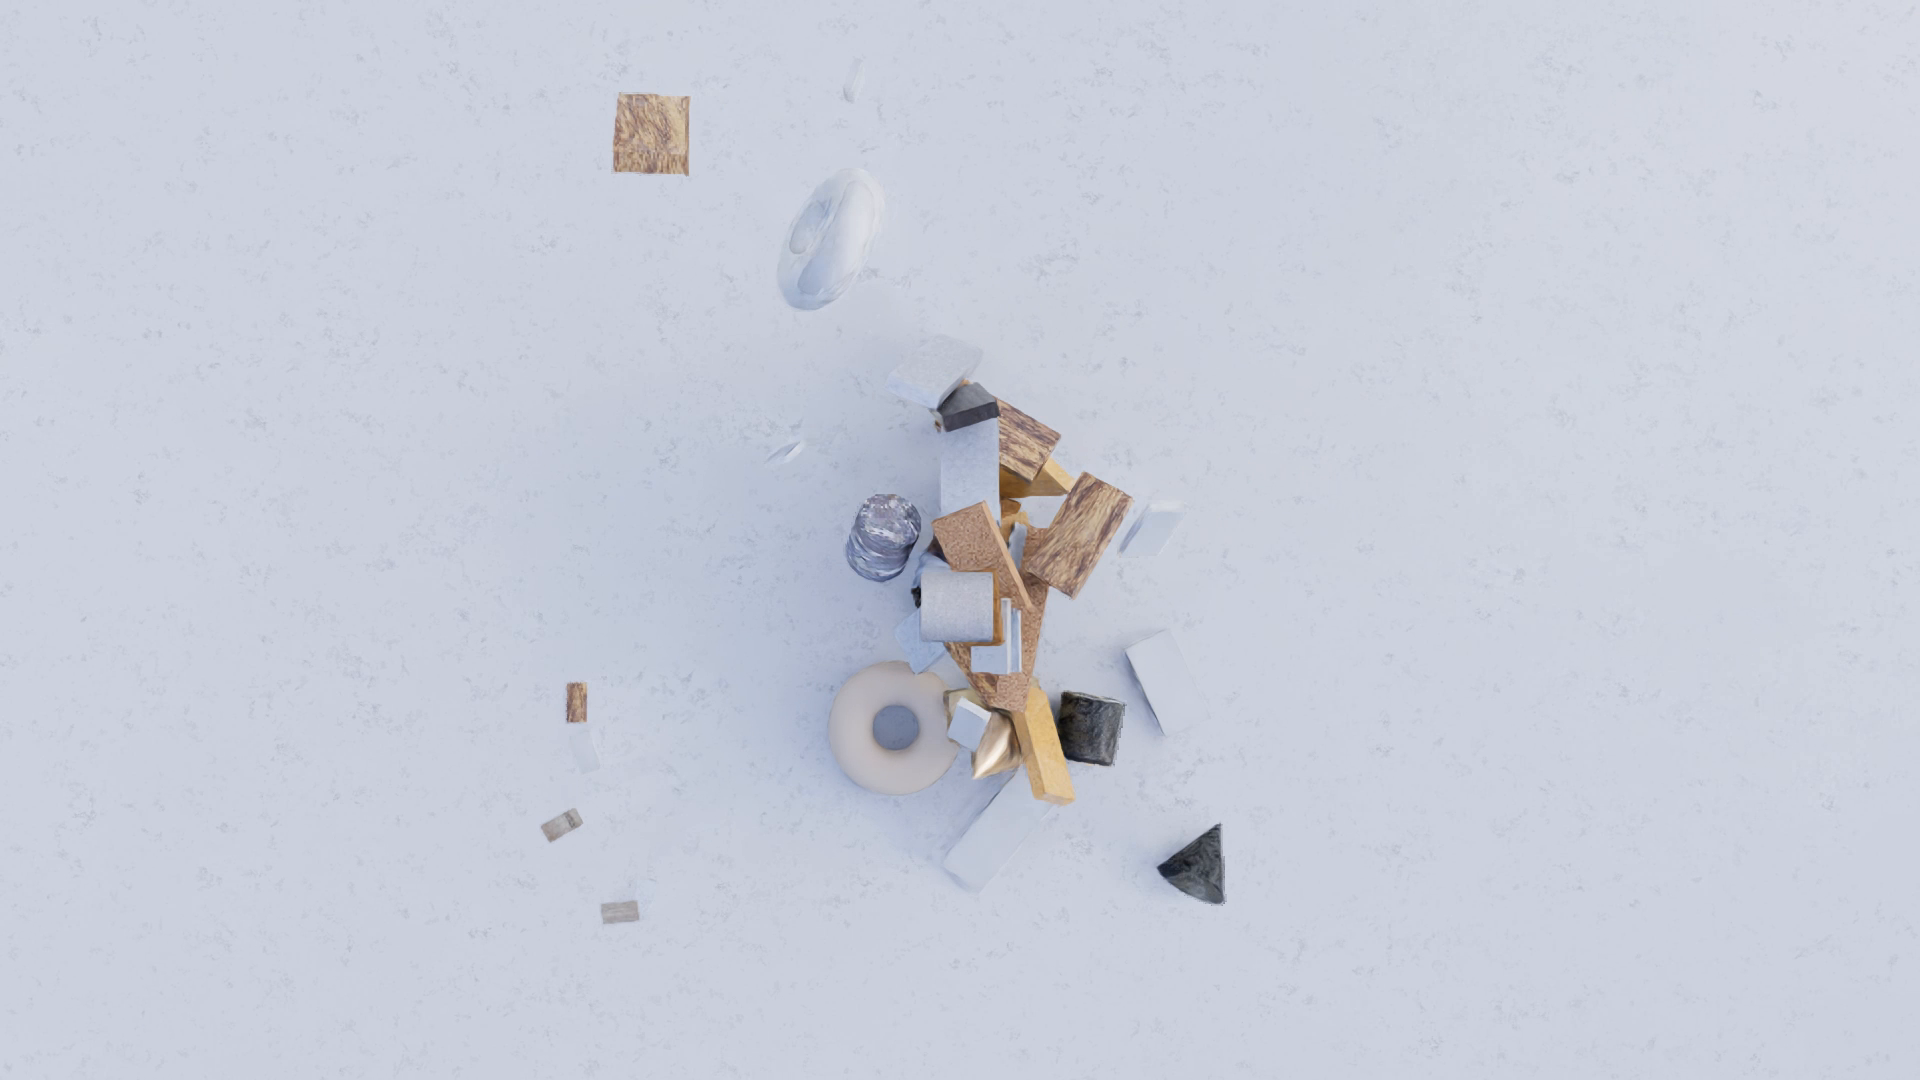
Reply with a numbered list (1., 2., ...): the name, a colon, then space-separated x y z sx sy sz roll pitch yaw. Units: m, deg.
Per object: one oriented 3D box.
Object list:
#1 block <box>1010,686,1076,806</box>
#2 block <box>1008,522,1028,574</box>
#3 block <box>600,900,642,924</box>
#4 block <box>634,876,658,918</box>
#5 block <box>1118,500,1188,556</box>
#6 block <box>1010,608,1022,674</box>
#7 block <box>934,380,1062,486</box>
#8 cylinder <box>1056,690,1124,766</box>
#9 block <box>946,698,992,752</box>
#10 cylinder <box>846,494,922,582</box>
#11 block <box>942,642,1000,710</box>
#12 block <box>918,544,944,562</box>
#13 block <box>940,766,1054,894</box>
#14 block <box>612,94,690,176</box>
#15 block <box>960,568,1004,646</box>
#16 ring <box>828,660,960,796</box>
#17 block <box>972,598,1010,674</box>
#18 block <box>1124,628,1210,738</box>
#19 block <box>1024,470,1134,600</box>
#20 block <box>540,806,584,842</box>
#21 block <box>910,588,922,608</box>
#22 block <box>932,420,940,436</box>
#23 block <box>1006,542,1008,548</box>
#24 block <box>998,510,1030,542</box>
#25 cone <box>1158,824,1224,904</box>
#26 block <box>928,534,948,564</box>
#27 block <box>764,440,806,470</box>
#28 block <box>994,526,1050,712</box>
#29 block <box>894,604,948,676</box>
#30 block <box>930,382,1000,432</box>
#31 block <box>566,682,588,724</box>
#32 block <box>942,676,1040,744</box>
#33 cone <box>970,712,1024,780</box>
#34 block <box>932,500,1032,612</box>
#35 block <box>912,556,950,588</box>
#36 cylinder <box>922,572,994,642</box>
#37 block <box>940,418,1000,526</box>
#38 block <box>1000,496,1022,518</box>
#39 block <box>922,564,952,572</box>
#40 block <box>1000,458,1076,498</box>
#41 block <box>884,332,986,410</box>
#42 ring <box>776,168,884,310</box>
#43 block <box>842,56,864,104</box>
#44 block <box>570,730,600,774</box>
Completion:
1. block: 0.253 0.644 5.213 0.047 0.165 0.387 -32 56 27
2. block: 0.162 0.086 4.996 0.065 0.018 0.270 15 88 -23
3. block: -1.126 1.237 5.478 0.128 0.018 0.064 -8 90 12
4. block: -1.053 1.191 5.491 0.064 0.018 0.128 13 90 0
5. block: 0.521 -0.031 4.460 0.111 0.222 0.031 -3 59 -21
6. block: 0.133 0.297 4.898 0.095 0.027 0.191 4 108 19
7. block: 0.115 -0.335 5.109 0.352 0.050 0.176 31 77 8
8. cylinder: 0.418 0.615 5.398 0.205 0.205 0.205 10 90 0
9. block: 0.025 0.519 4.630 0.095 0.191 0.027 29 56 9
10. cylinder: -0.243 -0.007 5.207 0.202 0.202 0.202 9 55 -13
11. block: 0.062 0.341 5.113 0.165 0.047 0.330 -35 99 -9
12. block: -0.032 0.019 5.416 0.116 0.033 0.232 38 127 -1
13. block: 0.151 0.938 5.475 0.163 0.046 0.473 40 90 1
14. block: -0.702 -0.930 3.769 0.166 0.331 0.047 1 127 -9
15. block: 0.062 0.198 4.819 0.111 0.031 0.222 -2 101 19
16. ring: -0.213 0.619 5.428 0.446 0.149 0.446 0 90 -1
17. block: 0.092 0.281 4.863 0.111 0.031 0.222 3 100 21
18. block: 0.688 0.474 5.477 0.163 0.046 0.327 -25 90 0
19. block: 0.354 -0.015 4.898 0.172 0.049 0.345 30 86 23
20. block: -1.324 0.949 5.491 0.128 0.018 0.064 -29 90 0
21. block: -0.113 0.217 5.491 0.067 0.019 0.133 -19 90 0
22. block: 0.003 -0.360 5.323 0.176 0.352 0.050 -1 94 0
23. block: 0.150 -0.009 5.115 0.149 0.021 0.074 -39 47 35
24. block: 0.141 -0.032 5.034 0.149 0.021 0.074 -18 90 -1
25. cone: 0.809 1.031 5.437 0.237 0.237 0.237 31 67 0
26. block: 0.018 0.041 5.269 0.232 0.033 0.116 32 111 17
27. block: -0.469 -0.230 4.424 0.070 0.139 0.020 -16 106 19
28. block: 0.201 0.237 4.959 0.095 0.027 0.551 10 87 12
29. block: -0.087 0.290 5.281 0.047 0.330 0.165 -17 72 -38
30. block: 0.007 -0.400 4.943 0.166 0.331 0.047 -17 107 -5
31. block: -1.274 0.542 5.491 0.067 0.019 0.133 0 90 0
32. block: 0.111 0.555 5.409 0.327 0.046 0.163 -8 96 -22
33. cone: 0.085 0.696 5.219 0.217 0.217 0.217 13 122 21
34. block: 0.065 0.072 4.893 0.172 0.049 0.345 -20 100 23
35. block: 0.045 0.149 5.421 0.391 0.136 0.039 14 58 -3
36. cylinder: -0.008 0.190 4.685 0.201 0.201 0.201 0 90 -1
37. block: 0.031 -0.204 4.993 0.172 0.049 0.345 -3 69 7
38. block: 0.070 -0.105 5.402 0.232 0.033 0.116 19 102 -13
39. block: 0.033 0.119 5.113 0.272 0.136 0.039 9 87 15
40. block: 0.182 -0.205 5.316 0.176 0.352 0.050 40 61 -39
41. block: -0.069 -0.535 5.142 0.166 0.733 0.047 21 110 5
42. ring: -0.358 -0.824 4.518 0.140 0.421 0.421 27 90 -27
43. block: -0.232 -1.000 3.590 0.020 0.140 0.070 22 93 -3
44. block: -1.247 0.707 5.491 0.067 0.019 0.133 -16 90 0
